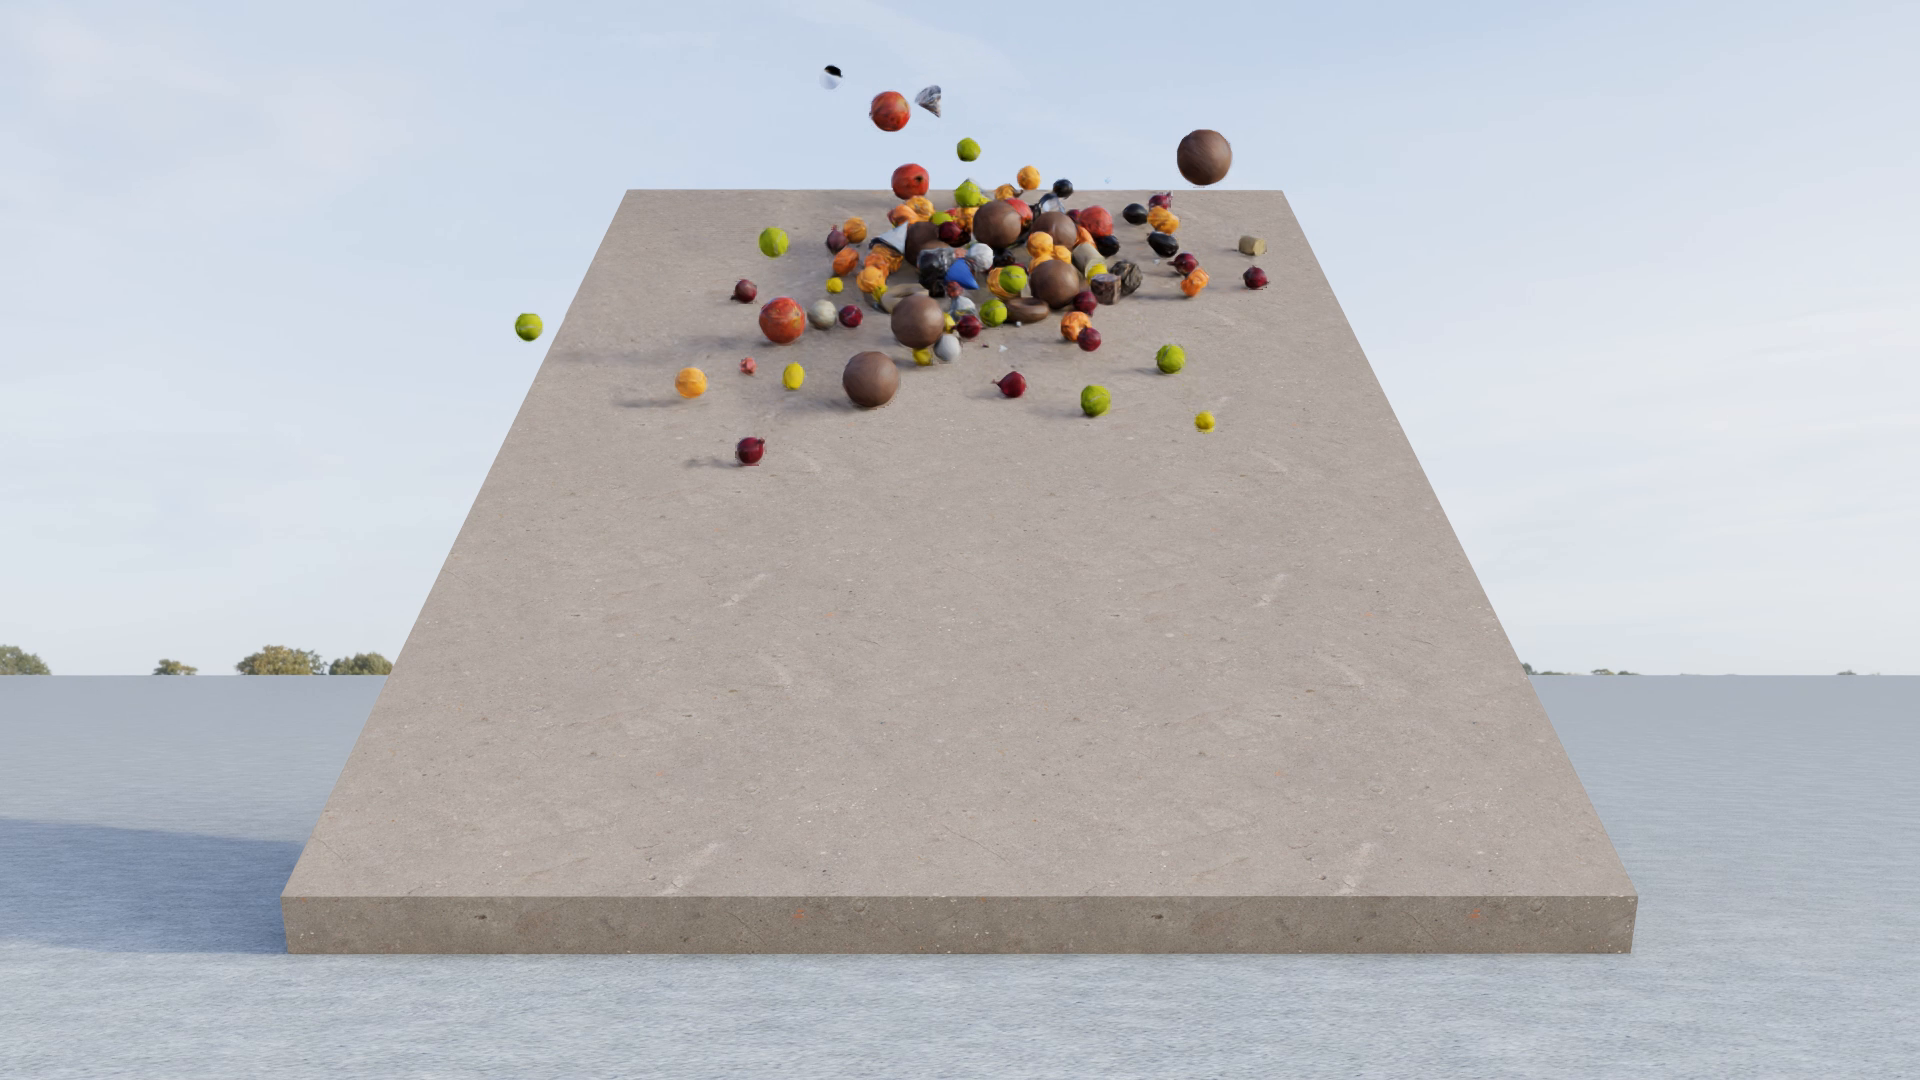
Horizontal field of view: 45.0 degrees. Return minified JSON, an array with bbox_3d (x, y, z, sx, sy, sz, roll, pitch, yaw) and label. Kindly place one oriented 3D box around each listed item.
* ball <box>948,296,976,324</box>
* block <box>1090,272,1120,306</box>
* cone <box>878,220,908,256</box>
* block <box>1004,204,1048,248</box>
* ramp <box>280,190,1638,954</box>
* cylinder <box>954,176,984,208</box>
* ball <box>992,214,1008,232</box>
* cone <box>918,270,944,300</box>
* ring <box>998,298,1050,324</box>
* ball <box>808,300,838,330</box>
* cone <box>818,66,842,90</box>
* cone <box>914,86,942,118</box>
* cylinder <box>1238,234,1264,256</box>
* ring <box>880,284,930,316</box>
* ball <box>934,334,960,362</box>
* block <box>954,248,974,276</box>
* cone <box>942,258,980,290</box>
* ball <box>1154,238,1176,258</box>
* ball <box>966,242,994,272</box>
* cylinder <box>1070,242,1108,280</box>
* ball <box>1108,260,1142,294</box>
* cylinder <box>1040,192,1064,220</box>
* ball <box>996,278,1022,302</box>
[{"bbox_3d":[0.005,-0.584,5.878,0.068,0.068,0.068,0,-3,0],"label":"ball"},{"bbox_3d":[0.379,-0.654,6.047,0.064,0.064,0.064,7,25,16],"label":"block"},{"bbox_3d":[-0.162,-0.825,6.234,0.085,0.085,0.085,34,-2,1],"label":"cone"},{"bbox_3d":[0.184,-0.872,6.437,0.092,0.092,0.092,-18,4,-2],"label":"block"},{"bbox_3d":[-0.008,-0.227,5.269,2.000,0.100,4.000,0,24,0],"label":"ramp"},{"bbox_3d":[0.028,-1.029,6.873,0.066,0.066,0.066,-49,-27,22],"label":"cylinder"},{"bbox_3d":[0.117,-0.905,6.639,0.051,0.051,0.051,0,-3,0],"label":"ball"},{"bbox_3d":[-0.099,-0.646,6.057,0.086,0.086,0.086,-39,8,-15],"label":"cone"},{"bbox_3d":[0.163,-0.585,5.908,0.134,0.045,0.134,-2,19,1],"label":"ring"},{"bbox_3d":[-0.345,-0.564,5.821,0.076,0.076,0.076,0,-3,0],"label":"ball"},{"bbox_3d":[-0.366,-1.282,6.380,0.067,0.067,0.067,1,28,-22],"label":"cone"},{"bbox_3d":[-0.070,-1.174,6.280,0.079,0.079,0.079,-2,-44,33],"label":"cone"},{"bbox_3d":[0.810,-0.819,6.442,0.052,0.052,0.052,3,20,-46],"label":"cylinder"},{"bbox_3d":[-0.142,-0.621,5.980,0.131,0.044,0.131,-9,31,6],"label":"ring"},{"bbox_3d":[-0.032,-0.461,5.574,0.065,0.065,0.065,0,-3,0],"label":"ball"},{"bbox_3d":[0.014,-0.749,6.249,0.054,0.054,0.054,3,34,2],"label":"block"},{"bbox_3d":[0.018,-0.687,6.149,0.091,0.091,0.091,37,5,12],"label":"cone"},{"bbox_3d":[0.566,-0.804,6.403,0.056,0.056,0.056,0,-3,0],"label":"ball"},{"bbox_3d":[0.049,-0.711,5.834,0.072,0.072,0.072,0,-3,0],"label":"ball"},{"bbox_3d":[0.347,-0.750,6.235,0.072,0.072,0.072,3,36,-40],"label":"cylinder"},{"bbox_3d":[0.434,-0.691,6.100,0.089,0.089,0.089,0,-3,0],"label":"ball"},{"bbox_3d":[0.261,-0.945,6.572,0.055,0.055,0.055,-16,-34,-11],"label":"cylinder"},{"bbox_3d":[0.126,-0.640,5.977,0.066,0.066,0.066,0,-3,0],"label":"ball"}]
